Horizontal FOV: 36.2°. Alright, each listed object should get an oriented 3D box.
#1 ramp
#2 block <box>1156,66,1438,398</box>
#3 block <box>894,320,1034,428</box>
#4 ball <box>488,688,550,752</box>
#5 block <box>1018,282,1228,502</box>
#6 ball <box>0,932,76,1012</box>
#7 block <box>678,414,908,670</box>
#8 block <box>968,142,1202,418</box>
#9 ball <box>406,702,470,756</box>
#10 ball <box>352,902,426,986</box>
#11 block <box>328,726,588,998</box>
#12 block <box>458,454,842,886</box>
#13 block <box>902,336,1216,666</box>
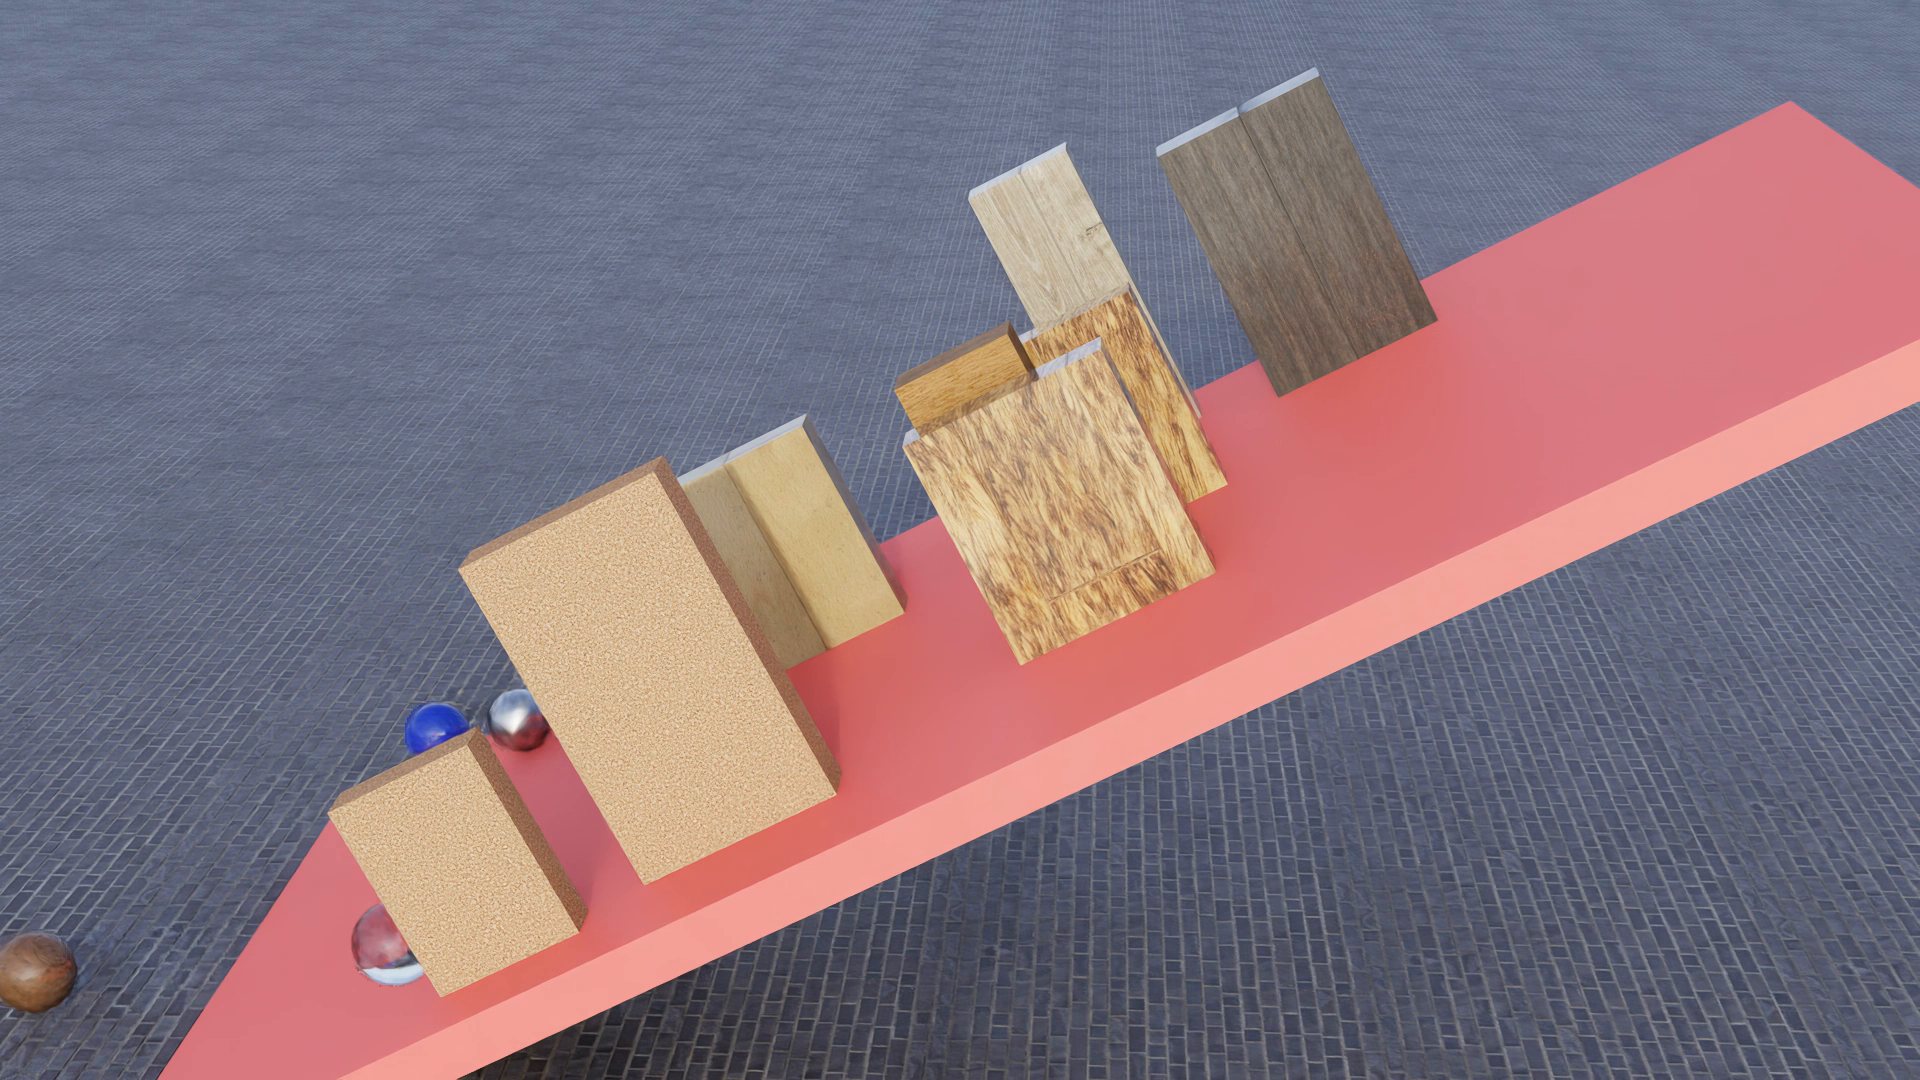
[{"bbox_3d":[0.140,0.167,6.281,4.000,0.100,2.000,-26,14,10],"label":"ramp"},{"bbox_3d":[0.762,-0.694,6.657,0.399,0.619,0.140,-26,14,10],"label":"block"},{"bbox_3d":[0.116,-0.127,5.969,0.254,0.573,0.124,-26,14,10],"label":"block"},{"bbox_3d":[-1.067,0.438,7.124,0.153,0.153,0.153,0,17,0],"label":"ball"},{"bbox_3d":[0.303,-0.256,6.284,0.364,0.471,0.095,-26,14,10],"label":"block"},{"bbox_3d":[-2.089,0.976,6.643,0.181,0.181,0.181,0,17,0],"label":"ball"},{"bbox_3d":[-0.430,0.035,6.631,0.445,0.486,0.112,-26,14,10],"label":"block"},{"bbox_3d":[0.295,-0.552,6.877,0.251,0.705,0.115,-26,14,10],"label":"block"},{"bbox_3d":[-1.314,0.489,7.414,0.157,0.157,0.157,0,17,0],"label":"ball"},{"bbox_3d":[-1.130,0.806,5.881,0.171,0.171,0.171,0,17,0],"label":"ball"},{"bbox_3d":[-0.966,0.622,5.677,0.312,0.431,0.104,-26,14,10],"label":"block"},{"bbox_3d":[-0.589,0.255,5.654,0.427,0.721,0.119,-26,14,10],"label":"block"},{"bbox_3d":[0.197,-0.074,5.773,0.430,0.502,0.110,-26,14,10],"label":"block"}]
